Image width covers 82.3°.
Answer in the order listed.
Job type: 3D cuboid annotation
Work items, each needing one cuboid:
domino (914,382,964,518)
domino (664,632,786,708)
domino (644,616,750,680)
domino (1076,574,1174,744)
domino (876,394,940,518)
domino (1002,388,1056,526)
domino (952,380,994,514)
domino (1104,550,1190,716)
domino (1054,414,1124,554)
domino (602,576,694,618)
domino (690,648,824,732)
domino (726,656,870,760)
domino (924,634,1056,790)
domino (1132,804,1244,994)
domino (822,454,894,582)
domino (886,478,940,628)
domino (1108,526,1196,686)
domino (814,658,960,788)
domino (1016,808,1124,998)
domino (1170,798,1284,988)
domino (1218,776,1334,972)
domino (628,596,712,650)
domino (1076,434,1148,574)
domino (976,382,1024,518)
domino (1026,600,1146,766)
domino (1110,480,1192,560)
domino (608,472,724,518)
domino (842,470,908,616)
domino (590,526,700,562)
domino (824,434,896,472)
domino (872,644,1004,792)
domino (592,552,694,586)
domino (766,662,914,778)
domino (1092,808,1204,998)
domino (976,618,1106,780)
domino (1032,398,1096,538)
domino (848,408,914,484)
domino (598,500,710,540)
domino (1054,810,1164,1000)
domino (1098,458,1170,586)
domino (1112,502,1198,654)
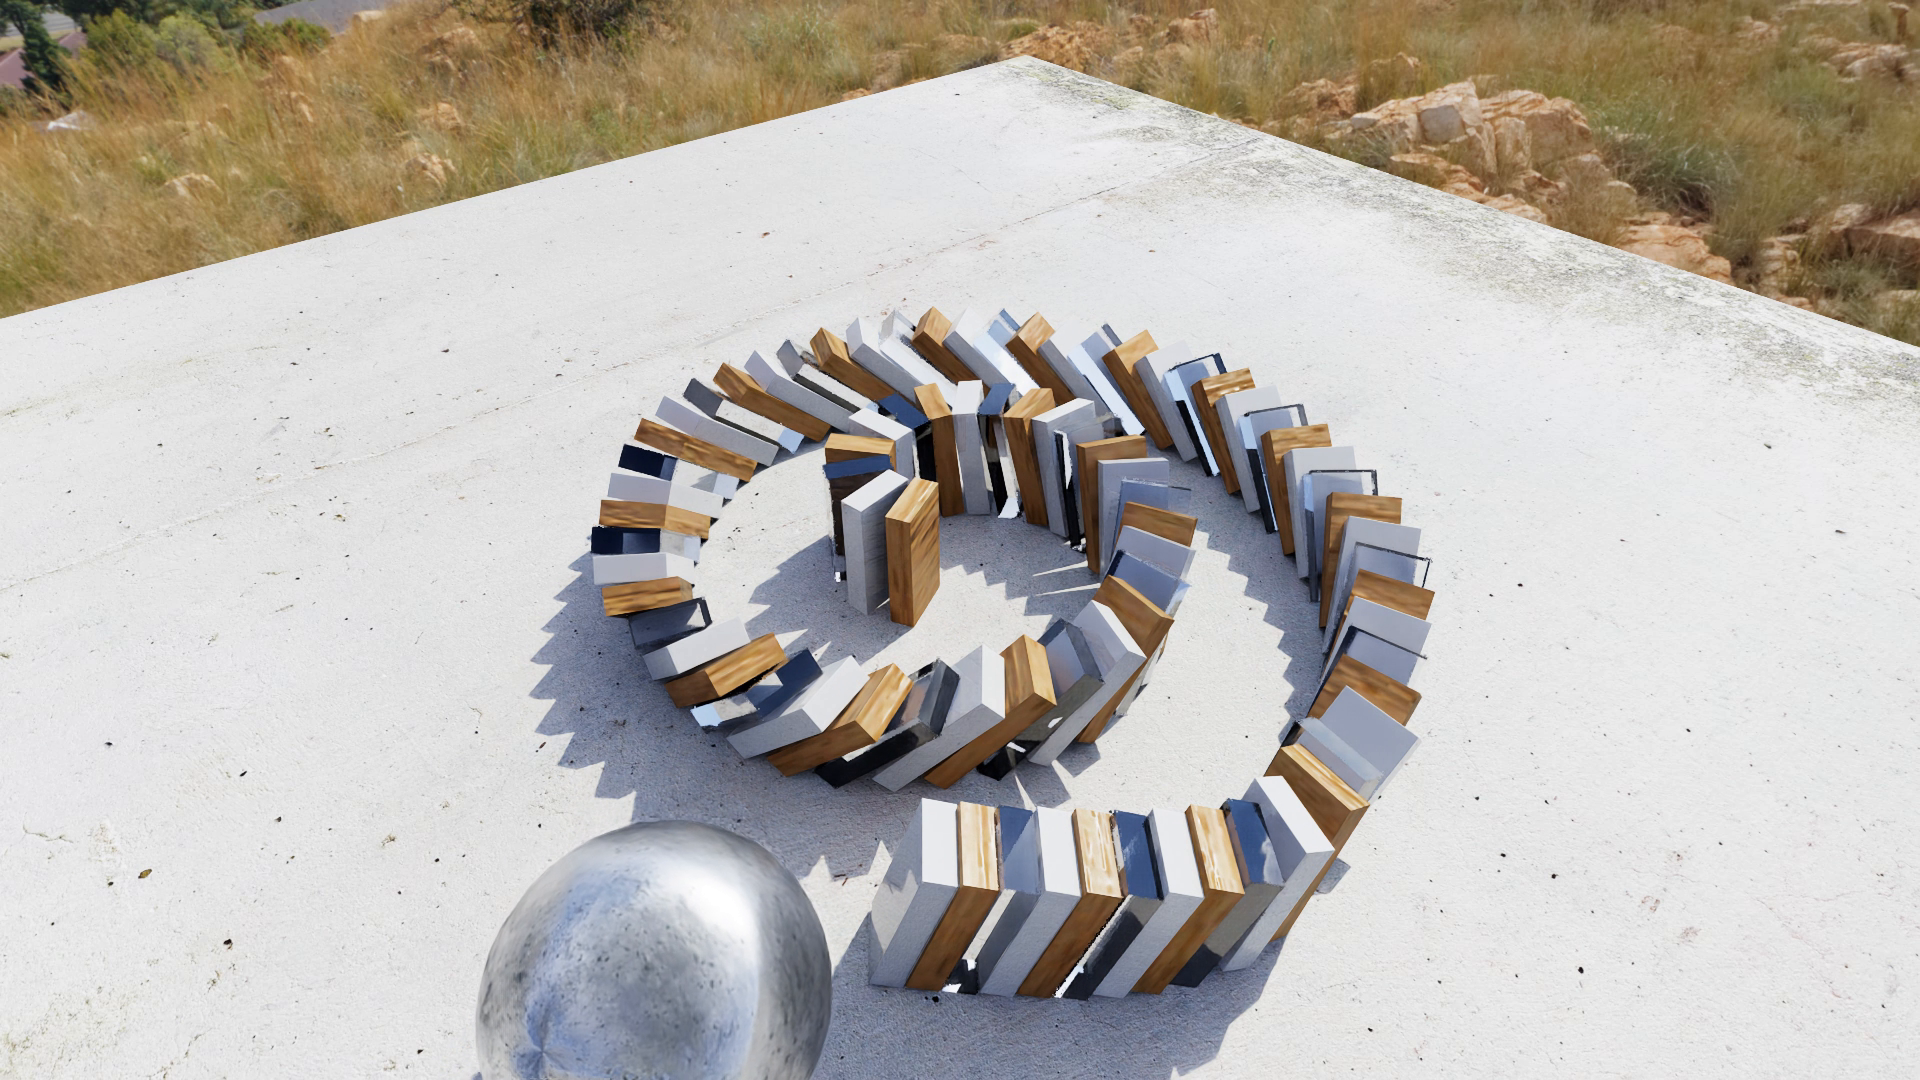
[{"bbox_3d":[-0.009,-0.037,0.456,0.009,0.050,0.025,-15,41,-8],"label":"domino"},{"bbox_3d":[-0.079,0.044,0.365,0.025,0.009,0.050,-30,4,-31],"label":"domino"},{"bbox_3d":[-0.090,0.037,0.373,0.025,0.009,0.050,-23,1,-26],"label":"domino"},{"bbox_3d":[0.047,0.040,0.367,0.009,0.050,0.025,17,18,-49],"label":"domino"},{"bbox_3d":[-0.021,-0.032,0.450,0.009,0.050,0.025,-27,46,-24],"label":"domino"},{"bbox_3d":[0.033,-0.034,0.453,0.009,0.050,0.025,7,37,33],"label":"domino"},{"bbox_3d":[0.006,-0.038,0.457,0.009,0.050,0.025,-2,39,10],"label":"domino"},{"bbox_3d":[0.055,0.032,0.377,0.025,0.050,0.009,30,10,31],"label":"domino"},{"bbox_3d":[0.054,-0.022,0.439,0.025,0.050,0.010,-18,21,-20],"label":"domino"},{"bbox_3d":[-0.110,0.021,0.392,0.025,0.009,0.050,-9,-4,-10],"label":"domino"},{"bbox_3d":[-0.067,0.050,0.357,0.025,0.009,0.050,-36,7,-35],"label":"domino"},{"bbox_3d":[-0.052,0.054,0.352,0.050,0.009,0.025,-27,15,47],"label":"domino"},{"bbox_3d":[0.008,0.055,0.350,0.010,0.050,0.025,34,29,-29],"label":"domino"},{"bbox_3d":[0.057,0.096,0.293,0.009,0.050,0.025,13,38,-13],"label":"domino"},{"bbox_3d":[-0.038,-0.008,0.421,0.025,0.050,0.010,-10,41,-12],"label":"domino"},{"bbox_3d":[-0.017,0.005,0.405,0.009,0.050,0.025,14,41,17],"label":"domino"},{"bbox_3d":[0.062,0.023,0.387,0.025,0.050,0.010,22,8,24],"label":"domino"},{"bbox_3d":[-0.023,0.058,0.346,0.010,0.050,0.025,43,38,-18],"label":"domino"},{"bbox_3d":[0.027,0.097,0.293,0.009,0.050,0.025,13,38,-13],"label":"domino"},{"bbox_3d":[0.067,0.095,0.295,0.010,0.050,0.025,13,37,-13],"label":"domino"},{"bbox_3d":[0.080,0.091,0.300,0.009,0.050,0.025,3,36,-26],"label":"domino"},{"bbox_3d":[-0.101,0.029,0.382,0.025,0.009,0.050,-16,-3,-18],"label":"domino"},{"bbox_3d":[0.061,-0.014,0.429,0.025,0.050,0.009,-11,15,-13],"label":"domino"},{"bbox_3d":[0.020,-0.037,0.456,0.010,0.050,0.025,2,38,21],"label":"domino"},{"bbox_3d":[0.036,0.047,0.359,0.010,0.050,0.025,24,23,-39],"label":"domino"},{"bbox_3d":[0.069,0.004,0.408,0.025,0.050,0.009,9,10,11],"label":"domino"},{"bbox_3d":[-0.117,-0.017,0.440,0.025,0.009,0.050,9,-3,11],"label":"domino"},{"bbox_3d":[-0.031,0.001,0.410,0.009,0.050,0.025,28,47,29],"label":"domino"},{"bbox_3d":[-0.118,0.002,0.416,0.025,0.010,0.050,1,-4,3],"label":"domino"},{"bbox_3d":[-0.038,-0.017,0.432,0.025,0.050,0.009,7,40,8],"label":"domino"},{"bbox_3d":[-0.007,0.057,0.348,0.010,0.050,0.025,37,31,-25],"label":"domino"},{"bbox_3d":[-0.115,0.012,0.404,0.025,0.009,0.050,-4,-4,-3],"label":"domino"},{"bbox_3d":[-0.038,0.057,0.347,0.010,0.050,0.025,48,45,-14],"label":"domino"},{"bbox_3d":[0.047,0.097,0.292,0.009,0.050,0.025,13,38,-13],"label":"domino"},{"bbox_3d":[0.022,0.051,0.354,0.009,0.050,0.025,29,26,-33],"label":"domino"},{"bbox_3d":[0.045,-0.029,0.447,0.025,0.050,0.010,-26,28,-28],"label":"domino"},{"bbox_3d":[-0.031,-0.026,0.443,0.025,0.050,0.010,28,47,30],"label":"domino"},{"bbox_3d":[-0.118,-0.008,0.428,0.025,0.009,0.050,5,-3,6],"label":"domino"},{"bbox_3d":[0.037,0.098,0.292,0.009,0.050,0.025,13,38,-13],"label":"domino"},{"bbox_3d":[0.066,-0.005,0.419,0.025,0.050,0.010,-3,11,-4],"label":"domino"},{"bbox_3d":[0.067,0.014,0.397,0.025,0.050,0.010,15,9,18],"label":"domino"}]
